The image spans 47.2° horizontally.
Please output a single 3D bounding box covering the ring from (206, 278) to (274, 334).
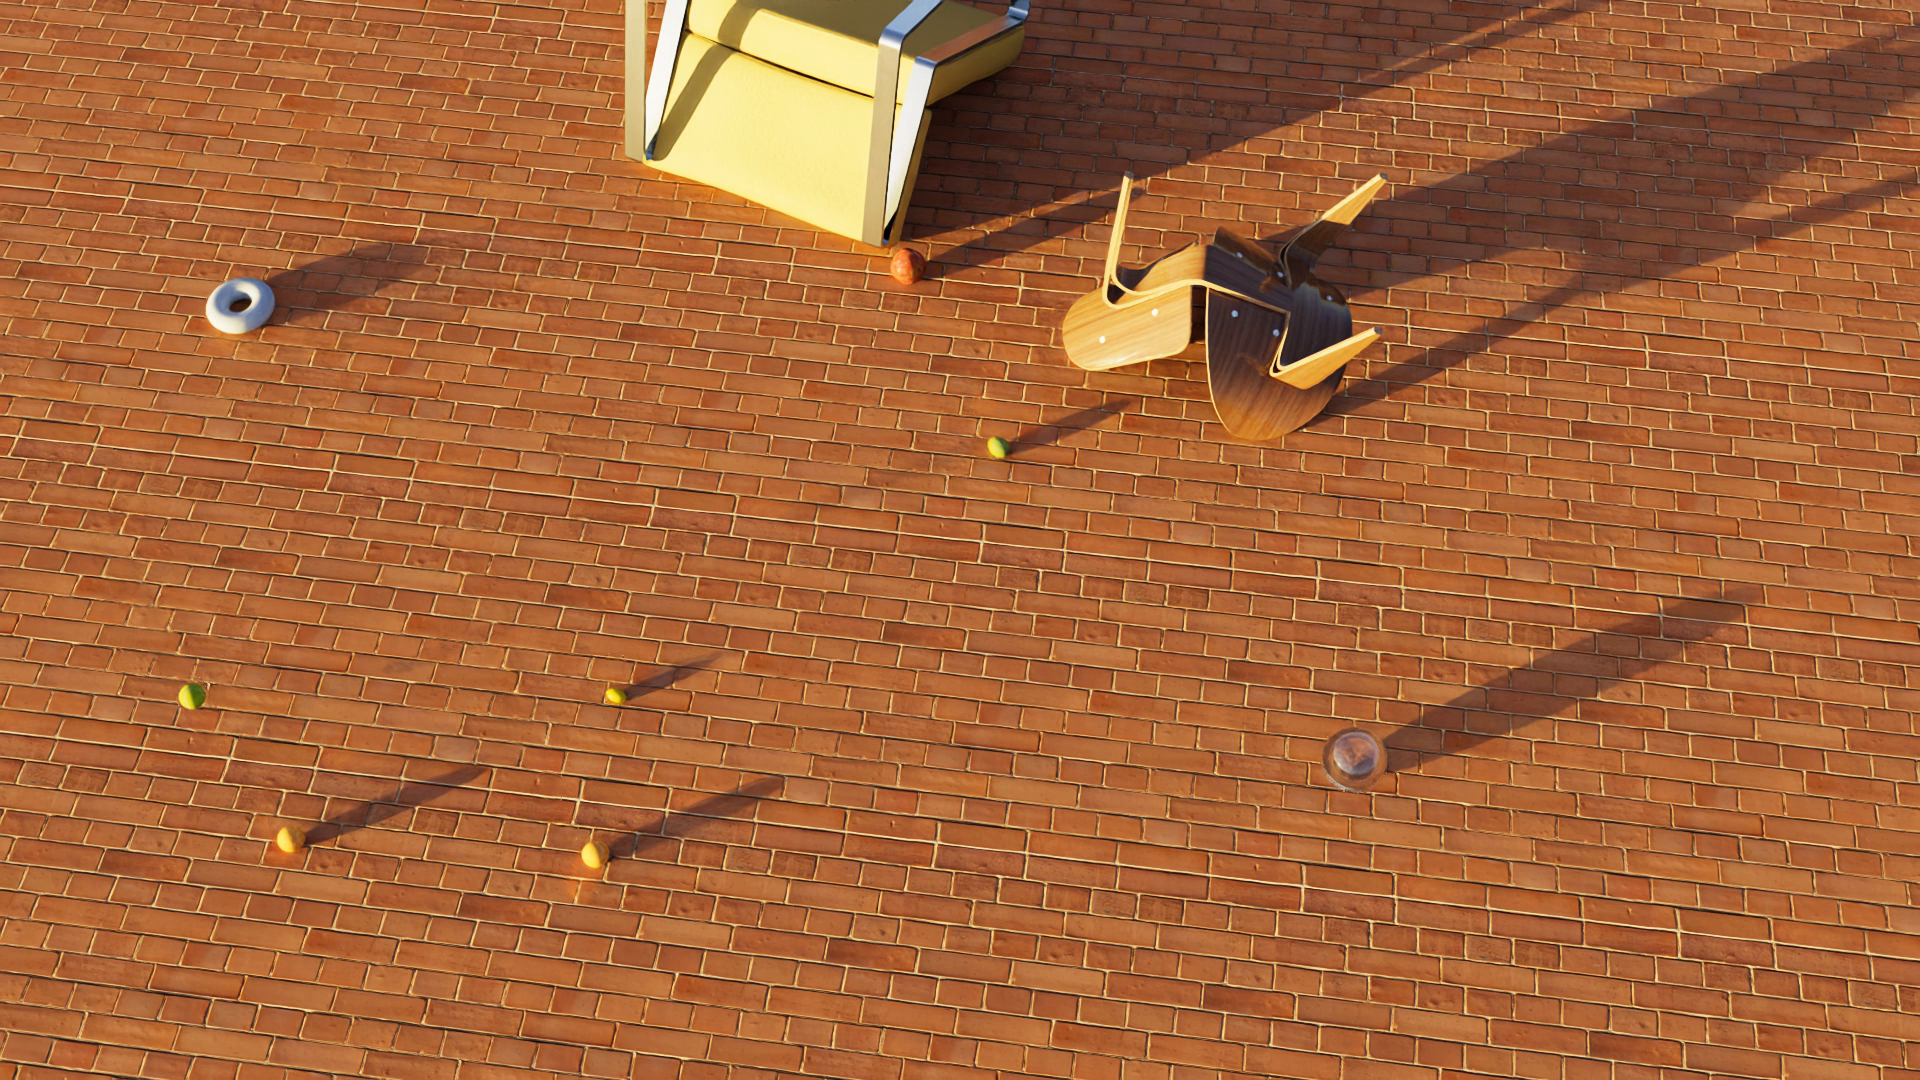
[{"bbox_3d":[-2.302,-0.751,7.039,0.217,0.066,0.217,29,62,19],"label":"ring"}]

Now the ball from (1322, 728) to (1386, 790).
[{"bbox_3d":[1.088,0.604,6.064,0.175,0.175,0.175,0,56,0],"label":"ball"}]

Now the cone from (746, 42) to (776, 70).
[{"bbox_3d":[-0.674,-1.701,7.692,0.114,0.083,0.091,39,40,20],"label":"cone"}]
